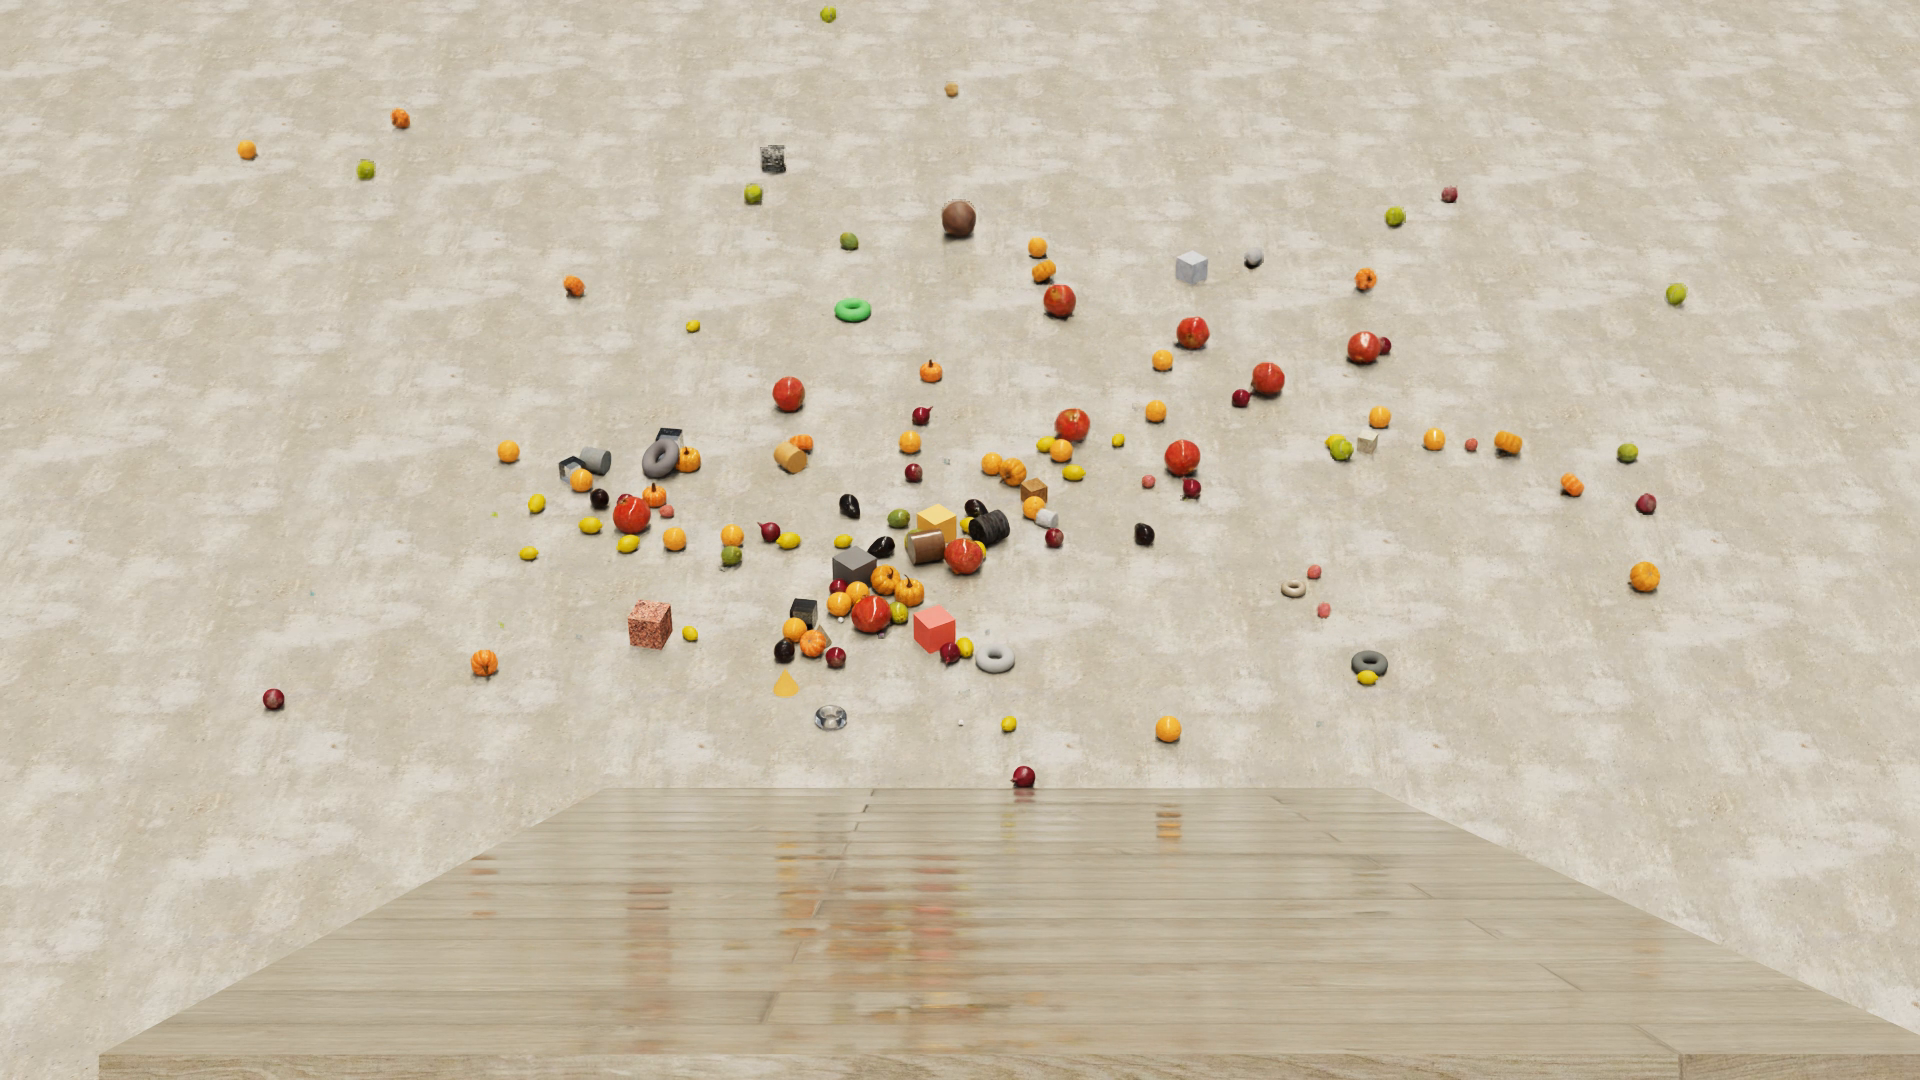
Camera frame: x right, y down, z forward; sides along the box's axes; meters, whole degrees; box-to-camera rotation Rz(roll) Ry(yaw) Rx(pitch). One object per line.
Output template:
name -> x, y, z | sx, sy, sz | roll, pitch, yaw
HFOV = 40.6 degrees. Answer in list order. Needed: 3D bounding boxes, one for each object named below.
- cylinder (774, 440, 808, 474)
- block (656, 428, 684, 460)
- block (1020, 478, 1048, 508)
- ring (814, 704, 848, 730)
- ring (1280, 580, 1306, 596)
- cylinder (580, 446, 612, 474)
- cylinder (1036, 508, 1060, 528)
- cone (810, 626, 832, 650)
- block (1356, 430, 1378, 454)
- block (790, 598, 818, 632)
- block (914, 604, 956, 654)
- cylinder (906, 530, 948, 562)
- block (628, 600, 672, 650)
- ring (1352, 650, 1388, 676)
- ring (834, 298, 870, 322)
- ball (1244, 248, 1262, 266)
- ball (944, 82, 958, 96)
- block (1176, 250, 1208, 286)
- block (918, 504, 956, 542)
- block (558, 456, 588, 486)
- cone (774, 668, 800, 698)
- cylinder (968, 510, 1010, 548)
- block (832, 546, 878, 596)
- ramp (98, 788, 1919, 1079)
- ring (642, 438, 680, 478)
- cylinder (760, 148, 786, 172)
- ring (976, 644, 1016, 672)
cylinder -> -0.537, -0.263, 8.223 | 0.077, 0.077, 0.077 | -23, 40, -30
block -> -0.928, -0.307, 8.294 | 0.072, 0.072, 0.072 | 5, 34, 7
block -> 0.230, -0.146, 8.064 | 0.061, 0.061, 0.061 | -18, 38, -25
ring -> -0.355, 0.488, 7.144 | 0.092, 0.031, 0.092 | 1, 34, -1
ring -> 0.985, 0.142, 7.665 | 0.076, 0.025, 0.076 | 0, 32, 0
cylinder -> -1.154, -0.252, 8.208 | 0.076, 0.076, 0.076 | 11, 35, 17
cylinder -> 0.268, -0.066, 7.951 | 0.052, 0.052, 0.052 | 21, 39, 28
cone -> -0.401, 0.267, 7.442 | 0.065, 0.065, 0.065 | 0, 34, 0
block -> 1.307, -0.315, 8.324 | 0.052, 0.052, 0.052 | 15, 37, 22
block -> -0.452, 0.218, 7.515 | 0.067, 0.067, 0.067 | 6, 34, 8
block -> -0.073, 0.255, 7.439 | 0.088, 0.088, 0.088 | -19, 38, -26
cylinder -> -0.101, 0.019, 7.786 | 0.095, 0.095, 0.095 | -4, 32, -27
block -> -0.889, 0.243, 7.451 | 0.096, 0.096, 0.096 | 8, 35, 12
ring -> 1.160, 0.349, 7.347 | 0.104, 0.035, 0.104 | 0, 33, 0
ring -> -0.374, -0.805, 9.064 | 0.128, 0.043, 0.128 | 1, 33, -1
ball -> 1.060, -1.024, 9.371 | 0.065, 0.065, 0.065 | 0, 34, 0
ball -> -0.034, -1.840, 10.599 | 0.055, 0.055, 0.055 | 0, 34, 0
block -> 0.829, -0.974, 9.283 | 0.080, 0.080, 0.080 | -25, 41, -33
block -> -0.070, -0.043, 7.887 | 0.085, 0.085, 0.085 | -25, 41, -32
block -> -1.219, -0.218, 8.171 | 0.061, 0.061, 0.061 | 28, 43, 35
cone -> -0.487, 0.388, 7.254 | 0.074, 0.074, 0.074 | 0, 34, 0
cylinder -> 0.089, -0.035, 7.871 | 0.090, 0.090, 0.090 | -22, 39, -29
block -> -0.311, 0.091, 7.679 | 0.094, 0.094, 0.094 | -27, 42, -35
ramp -> 0.075, 0.650, 4.785 | 2.000, 0.100, 4.000 | 0, -1, 0
ring -> -0.946, -0.259, 8.201 | 0.139, 0.046, 0.139 | -20, 49, 25
cylinder -> -0.723, -1.467, 10.010 | 0.090, 0.090, 0.090 | -4, 34, -7
ring -> 0.100, 0.335, 7.366 | 0.114, 0.038, 0.114 | 1, 35, 0
